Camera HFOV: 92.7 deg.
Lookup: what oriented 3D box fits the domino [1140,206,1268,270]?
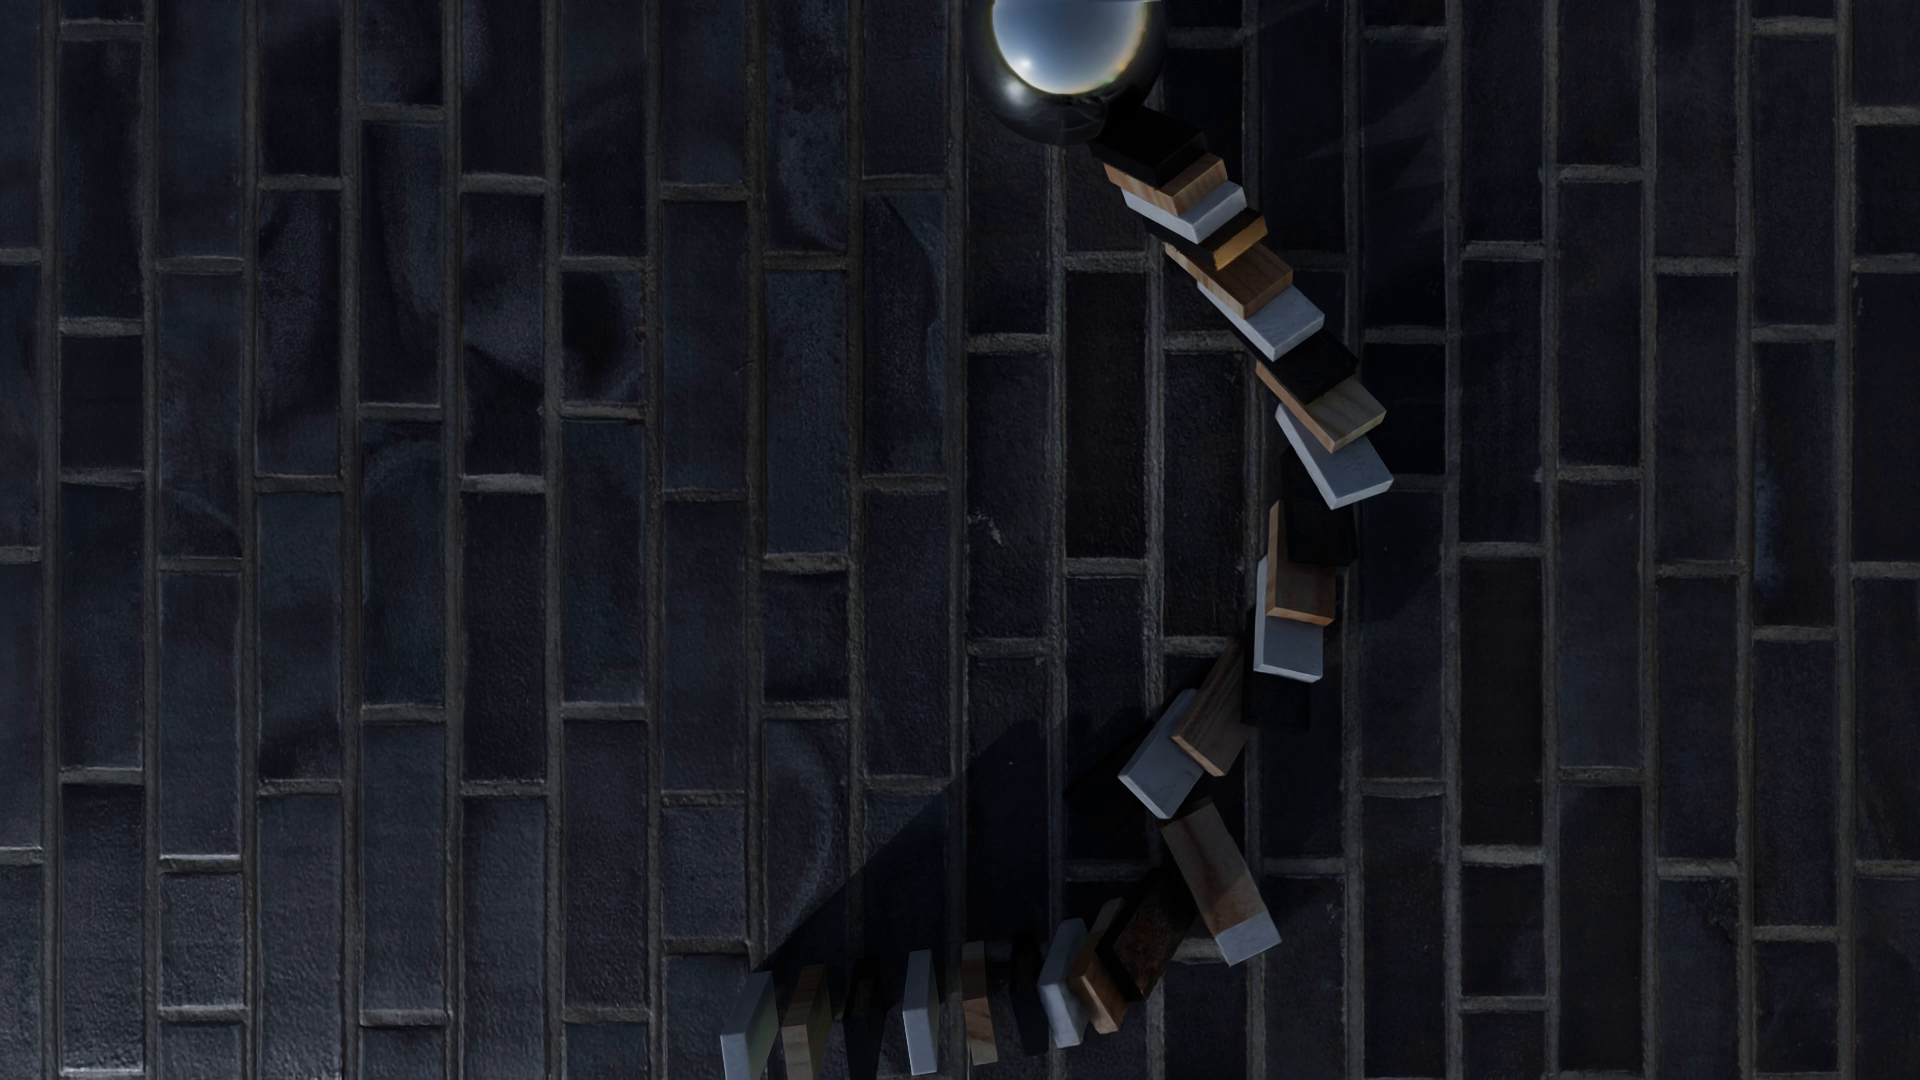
[{"bbox_3d":[0.100,-0.131,0.379,0.025,0.010,0.050,-37,45,0],"label":"domino"}]

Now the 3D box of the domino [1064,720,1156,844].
[{"bbox_3d":[0.072,0.104,0.395,0.050,0.010,0.025,-41,90,0],"label":"domino"}]

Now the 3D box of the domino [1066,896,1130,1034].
[{"bbox_3d":[0.062,0.173,0.376,0.009,0.050,0.025,-32,90,32],"label":"domino"}]

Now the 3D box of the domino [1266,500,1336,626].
[{"bbox_3d":[0.143,0.009,0.385,0.025,0.009,0.050,12,65,-1],"label":"domino"}]

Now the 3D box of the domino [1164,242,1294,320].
[{"bbox_3d":[0.112,-0.117,0.384,0.025,0.010,0.050,-37,62,0],"label":"domino"}]

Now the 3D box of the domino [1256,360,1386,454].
[{"bbox_3d":[0.150,-0.063,0.384,0.025,0.009,0.050,-32,64,-2],"label":"domino"}]

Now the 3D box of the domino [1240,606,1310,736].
[{"bbox_3d":[0.133,0.054,0.384,0.025,0.009,0.050,13,65,-3],"label":"domino"}]

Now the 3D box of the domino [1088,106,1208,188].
[{"bbox_3d":[0.076,-0.164,0.379,0.025,0.010,0.050,-37,45,0],"label":"domino"}]

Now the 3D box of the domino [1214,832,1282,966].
[{"bbox_3d":[0.116,0.154,0.395,0.025,0.009,0.050,-25,90,0],"label":"domino"}]

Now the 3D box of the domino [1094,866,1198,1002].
[{"bbox_3d":[0.078,0.162,0.379,0.010,0.050,0.025,-33,90,44],"label":"domino"}]

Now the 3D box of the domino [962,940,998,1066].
[{"bbox_3d":[0.008,0.188,0.375,0.009,0.050,0.025,-10,90,0],"label":"domino"}]

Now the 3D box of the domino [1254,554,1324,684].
[{"bbox_3d":[0.138,0.033,0.385,0.025,0.009,0.050,13,65,-3],"label":"domino"}]

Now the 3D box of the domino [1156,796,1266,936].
[{"bbox_3d":[0.105,0.137,0.386,0.025,0.010,0.050,-26,90,0],"label":"domino"}]

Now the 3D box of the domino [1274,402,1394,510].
[{"bbox_3d":[0.156,-0.039,0.384,0.025,0.009,0.050,-19,63,-2],"label":"domino"}]

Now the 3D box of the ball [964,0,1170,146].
[{"bbox_3d":[0.042,-0.198,0.360,0.080,0.080,0.080,0,90,0],"label":"ball"}]

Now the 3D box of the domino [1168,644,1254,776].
[{"bbox_3d":[0.112,0.071,0.386,0.025,0.009,0.050,40,66,0],"label":"domino"}]

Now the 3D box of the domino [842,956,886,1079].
[{"bbox_3d":[-0.039,0.195,0.375,0.010,0.050,0.025,-8,90,0],"label":"domino"}]

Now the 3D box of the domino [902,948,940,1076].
[{"bbox_3d":[-0.015,0.192,0.375,0.010,0.050,0.025,-9,90,0],"label":"domino"}]

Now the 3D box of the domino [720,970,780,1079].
[{"bbox_3d":[-0.085,0.201,0.375,0.010,0.050,0.025,-7,90,0],"label":"domino"}]

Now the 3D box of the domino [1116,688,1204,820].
[{"bbox_3d":[0.091,0.089,0.385,0.025,0.010,0.050,45,66,-2],"label":"domino"}]

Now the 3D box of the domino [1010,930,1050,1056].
[{"bbox_3d":[0.029,0.184,0.375,0.010,0.050,0.025,-14,90,5],"label":"domino"}]

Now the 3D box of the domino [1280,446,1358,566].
[{"bbox_3d":[0.150,-0.014,0.385,0.025,0.010,0.050,5,65,0],"label":"domino"}]

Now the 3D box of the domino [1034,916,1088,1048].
[{"bbox_3d":[0.045,0.179,0.375,0.009,0.050,0.025,-21,90,20],"label":"domino"}]

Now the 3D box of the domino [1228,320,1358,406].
[{"bbox_3d":[0.139,-0.082,0.385,0.025,0.009,0.050,-34,64,-1],"label":"domino"}]

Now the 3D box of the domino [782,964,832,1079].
[{"bbox_3d":[-0.062,0.198,0.375,0.009,0.050,0.025,-7,90,0],"label":"domino"}]

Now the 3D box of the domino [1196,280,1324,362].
[{"bbox_3d":[0.125,-0.101,0.385,0.025,0.010,0.050,-35,64,0],"label":"domino"}]

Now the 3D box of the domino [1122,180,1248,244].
[{"bbox_3d":[0.092,-0.142,0.379,0.025,0.009,0.050,-37,45,0],"label":"domino"}]

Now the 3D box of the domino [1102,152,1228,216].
[{"bbox_3d":[0.084,-0.153,0.379,0.025,0.010,0.050,-37,45,0],"label":"domino"}]
